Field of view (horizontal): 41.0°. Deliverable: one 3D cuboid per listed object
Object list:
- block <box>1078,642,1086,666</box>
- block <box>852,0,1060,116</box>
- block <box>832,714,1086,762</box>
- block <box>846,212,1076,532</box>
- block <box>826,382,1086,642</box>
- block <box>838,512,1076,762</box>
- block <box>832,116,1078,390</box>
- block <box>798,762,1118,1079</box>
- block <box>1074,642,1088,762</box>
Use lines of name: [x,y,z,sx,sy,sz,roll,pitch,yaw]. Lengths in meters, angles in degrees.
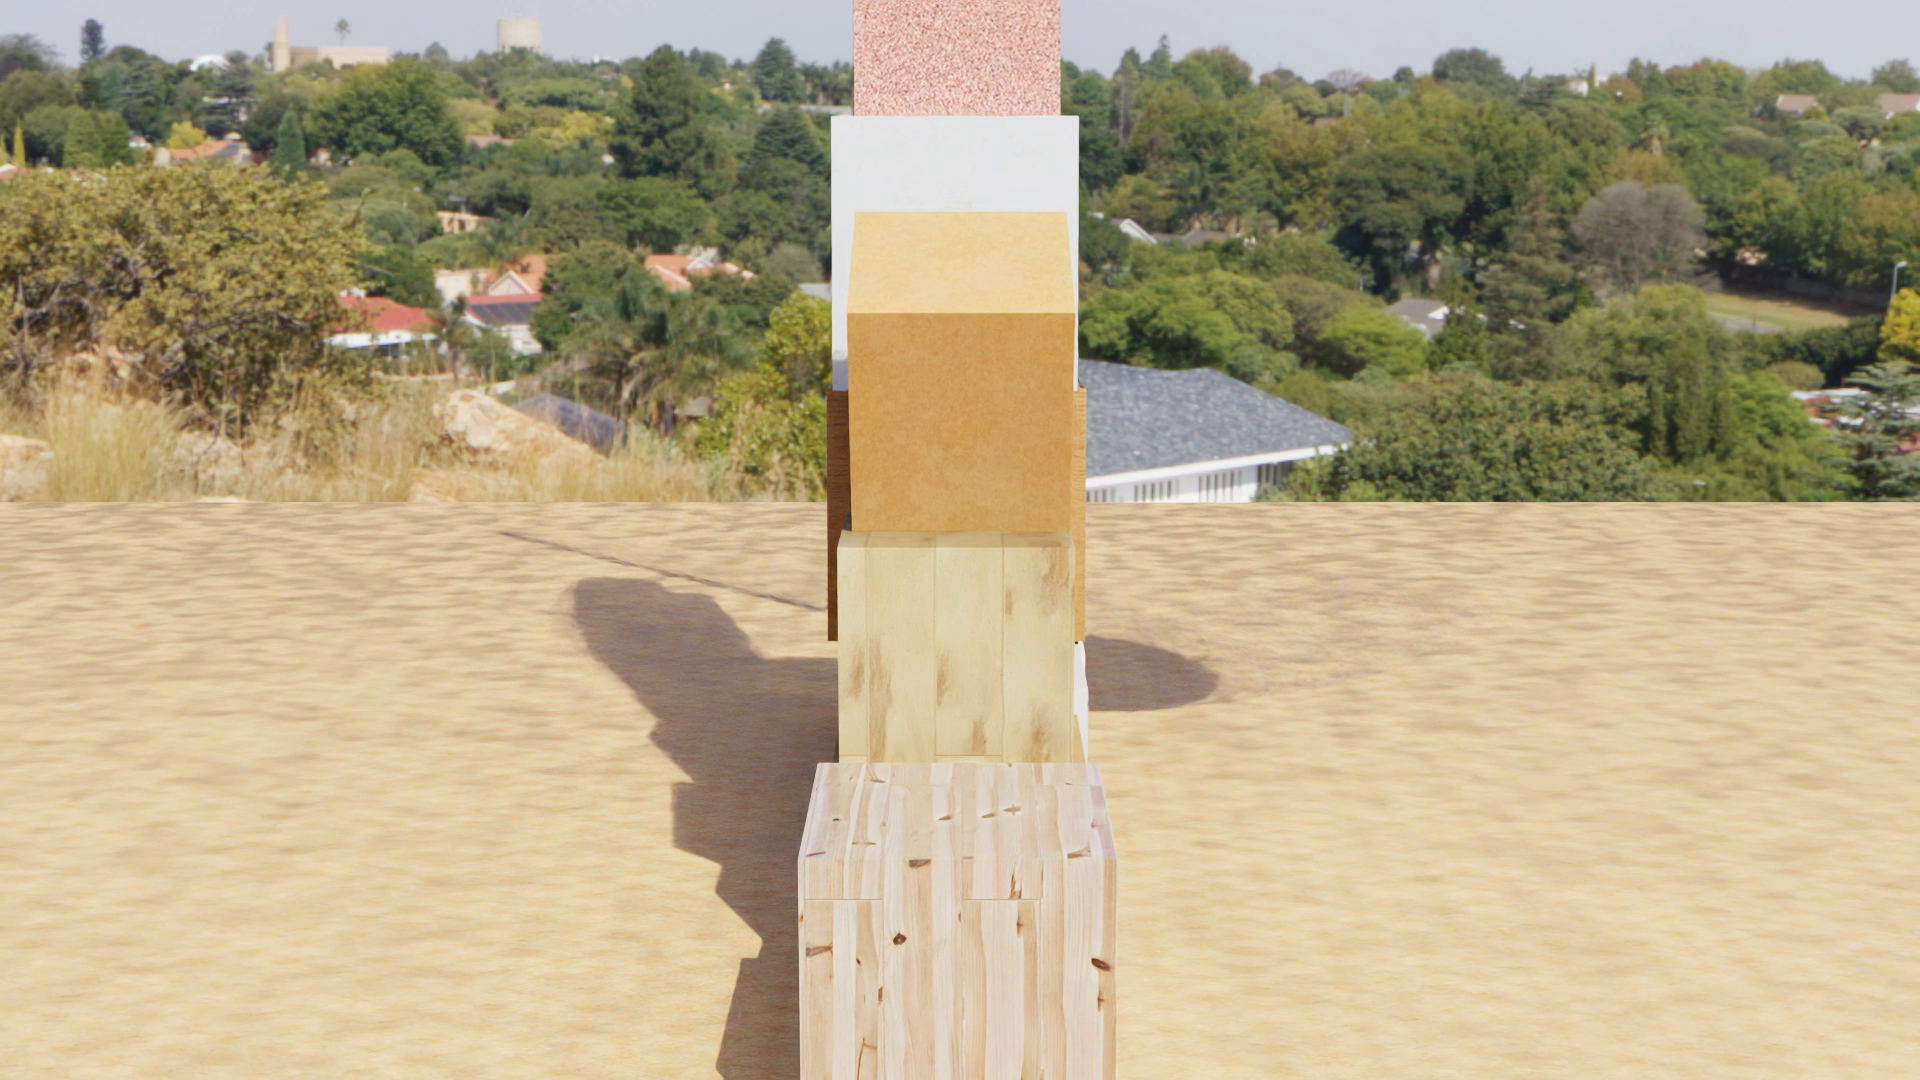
block: [0.016,0.879,11.947,1.067,0.996,1.183,0,10,0]
block: [-0.031,-2.237,10.994,0.854,0.907,0.841,0,5,-3]
block: [-0.003,1.267,9.880,0.945,0.972,1.002,0,10,0]
block: [0.003,-0.653,9.822,0.822,0.918,0.876,0,31,0]
block: [-0.014,-0.163,11.595,1.111,1.094,1.122,0,6,0]
block: [-0.014,0.364,9.819,0.868,0.827,0.791,0,10,0]
block: [-0.017,-1.222,11.044,1.008,1.117,1.086,0,5,0]
block: [-0.006,1.426,8.796,1.015,1.048,1.167,0,10,0]
block: [0.017,1.038,10.860,0.991,1.072,0.990,0,10,0]
